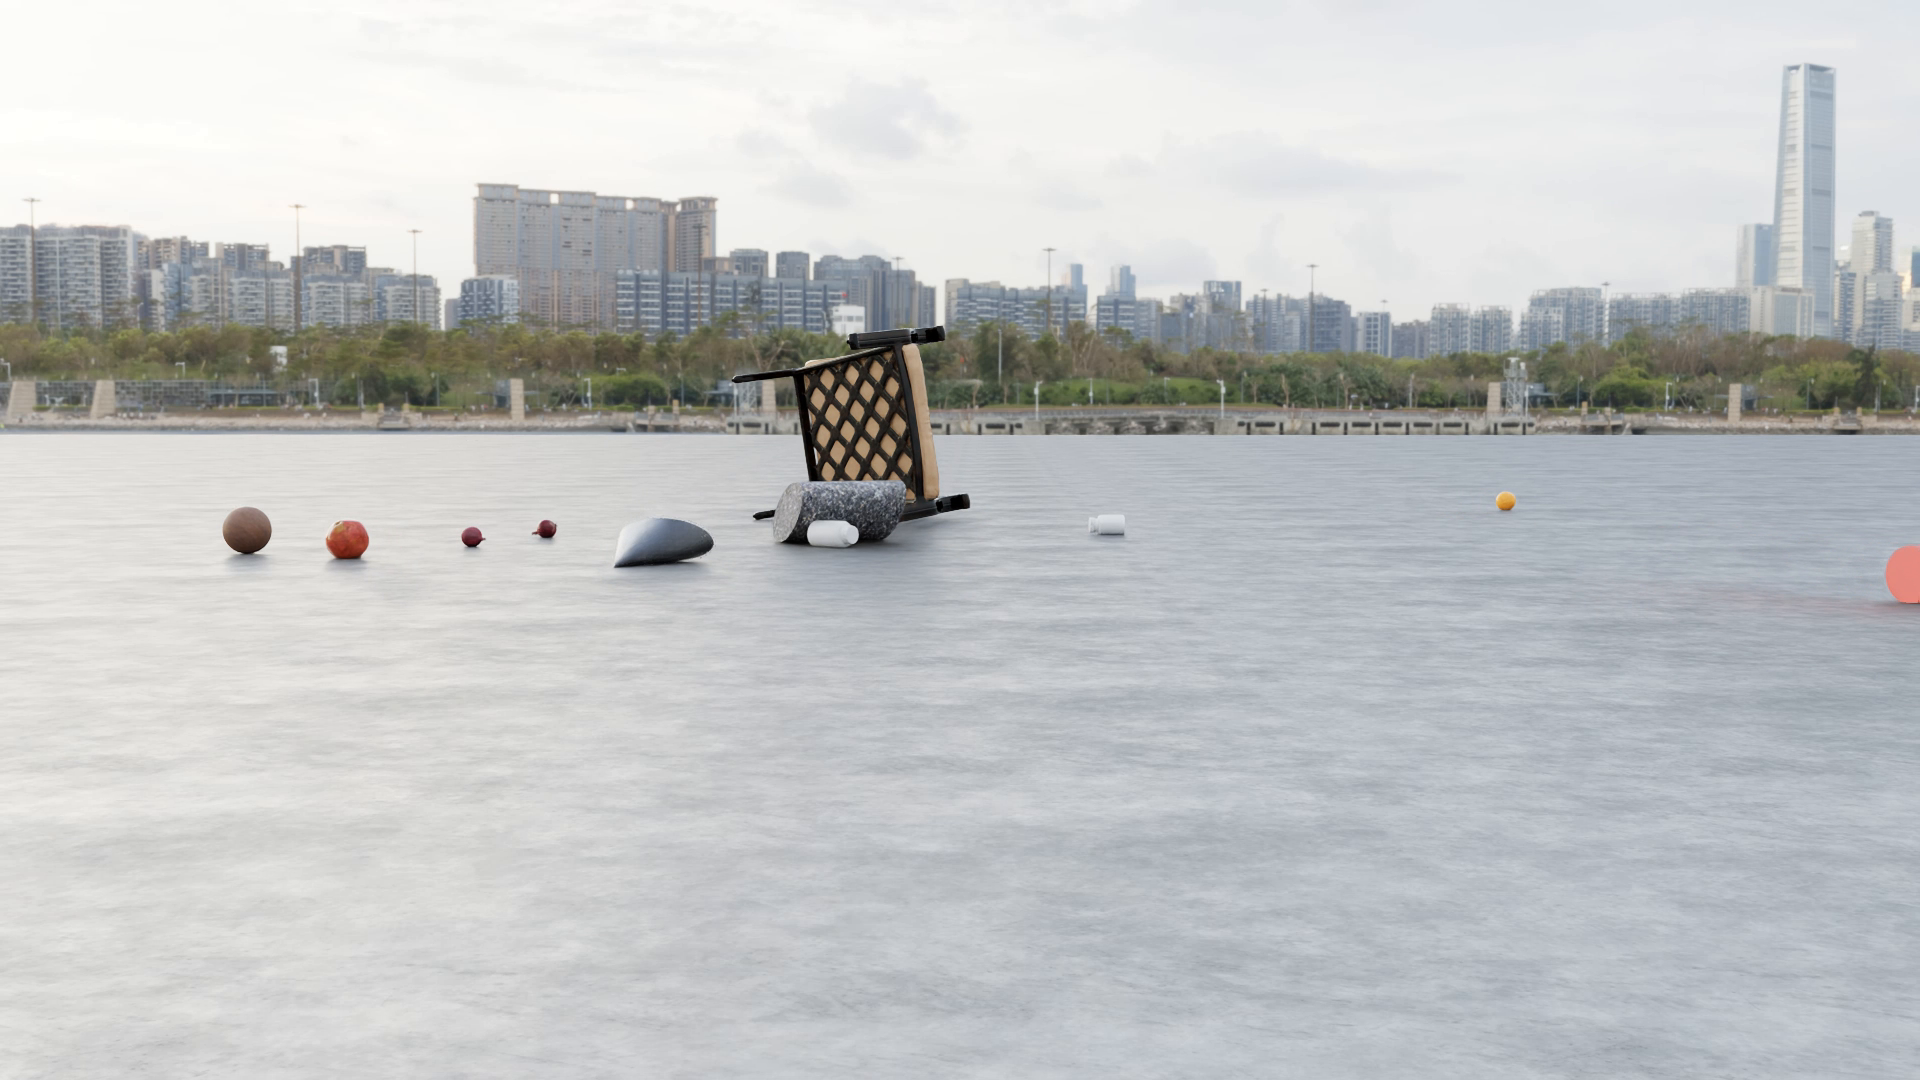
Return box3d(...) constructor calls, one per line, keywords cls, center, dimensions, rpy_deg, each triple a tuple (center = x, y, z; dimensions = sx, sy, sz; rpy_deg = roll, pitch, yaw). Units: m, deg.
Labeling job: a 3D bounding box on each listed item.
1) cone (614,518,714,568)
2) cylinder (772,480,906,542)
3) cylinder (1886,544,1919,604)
box3d(cls="cone", center=(-0.820, 0.034, 5.637), dimensions=(0.286, 0.115, 0.258), rpy_deg=(3, 17, 24))
box3d(cls="cylinder", center=(-0.354, -0.083, 6.415), dimensions=(0.314, 0.133, 0.319), rpy_deg=(-2, -22, -22))
box3d(cls="cylinder", center=(2.082, 0.068, 4.650), dimensions=(0.216, 0.123, 0.127), rpy_deg=(-2, -7, -29))
